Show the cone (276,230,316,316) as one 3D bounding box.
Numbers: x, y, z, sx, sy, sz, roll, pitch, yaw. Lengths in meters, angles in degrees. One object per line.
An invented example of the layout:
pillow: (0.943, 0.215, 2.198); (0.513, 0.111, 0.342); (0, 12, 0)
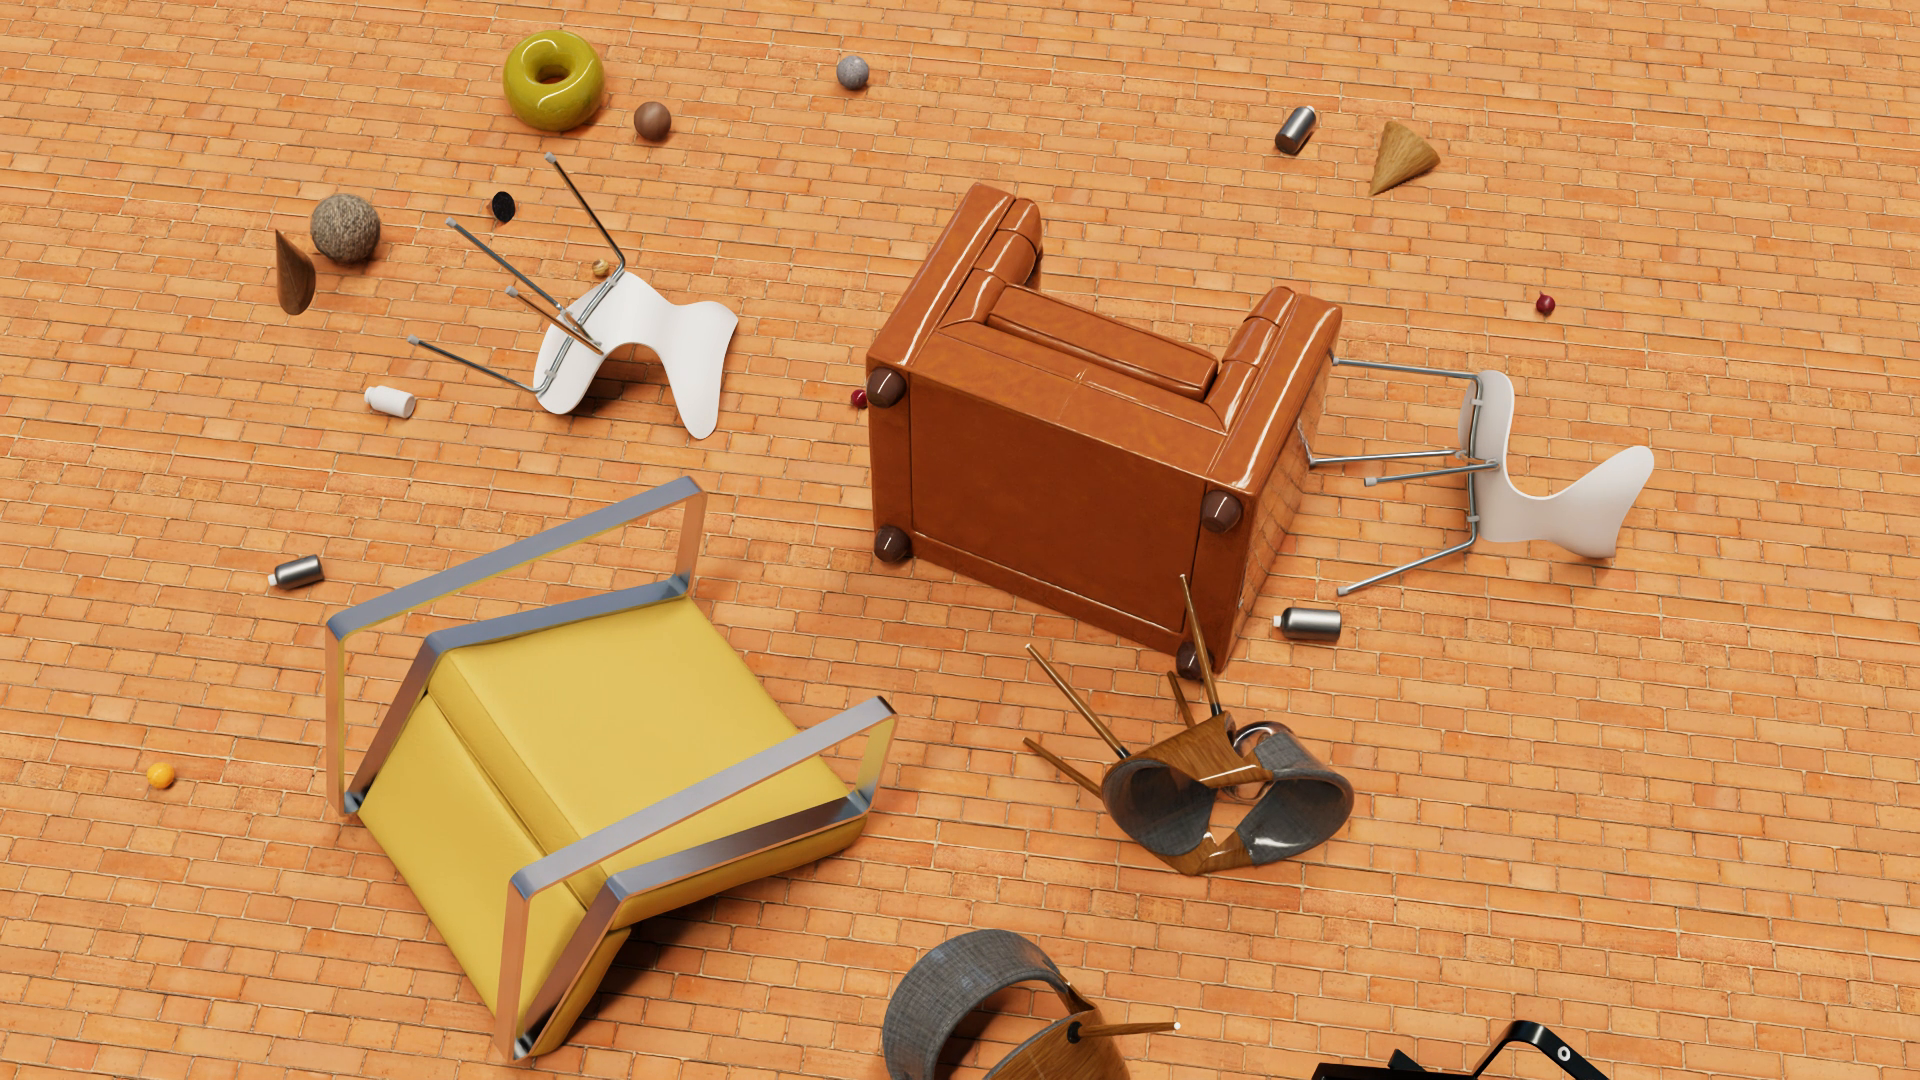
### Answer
cone: (-2.153, -0.907, 7.023); (0.125, 0.265, 0.275); (-7, 56, -5)

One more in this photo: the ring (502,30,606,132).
ring: (-1.389, -1.573, 7.523); (0.350, 0.178, 0.406); (-9, 55, -4)

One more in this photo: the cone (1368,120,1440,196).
cone: (1.440, -1.238, 7.359); (0.228, 0.153, 0.249); (38, 81, 8)

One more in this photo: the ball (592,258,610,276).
ball: (-1.166, -0.883, 7.132); (0.057, 0.057, 0.057); (0, 56, 0)

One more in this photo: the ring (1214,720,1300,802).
ring: (0.826, 0.612, 6.098); (0.269, 0.110, 0.207); (-37, 62, -21)

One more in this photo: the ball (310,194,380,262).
ball: (-1.990, -1.008, 7.117); (0.220, 0.220, 0.220); (0, 56, 0)

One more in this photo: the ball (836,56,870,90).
ball: (-0.370, -1.614, 7.588); (0.114, 0.114, 0.114); (0, 56, 0)

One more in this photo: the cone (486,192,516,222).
cone: (-1.542, -1.104, 7.287); (0.094, 0.103, 0.096); (5, 42, 39)
